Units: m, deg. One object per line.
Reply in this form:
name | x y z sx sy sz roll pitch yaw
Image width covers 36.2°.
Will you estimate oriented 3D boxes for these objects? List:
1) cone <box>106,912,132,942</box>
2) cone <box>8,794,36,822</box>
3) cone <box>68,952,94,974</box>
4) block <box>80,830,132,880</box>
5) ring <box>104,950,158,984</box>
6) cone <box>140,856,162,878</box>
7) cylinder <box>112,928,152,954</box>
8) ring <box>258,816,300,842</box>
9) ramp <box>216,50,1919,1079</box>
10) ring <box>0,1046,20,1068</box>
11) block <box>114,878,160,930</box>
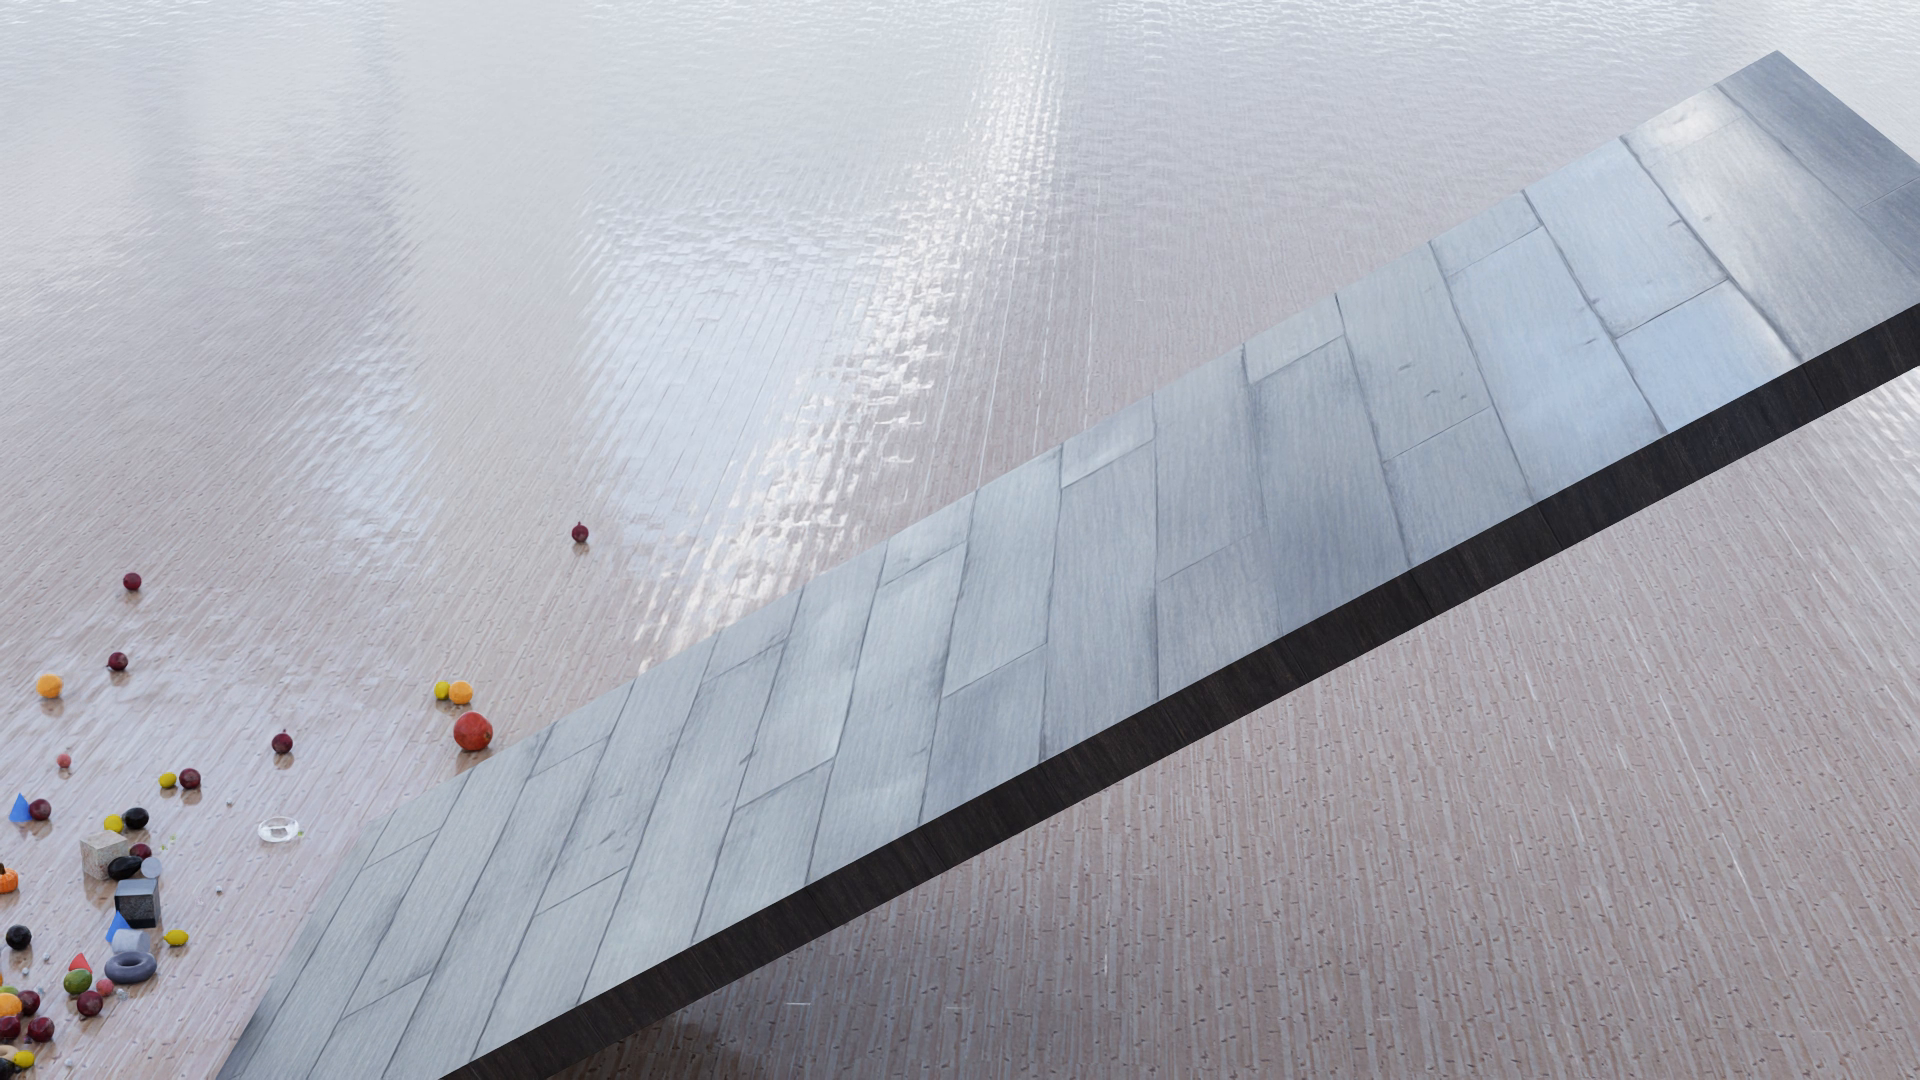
cone | -2.063 0.940 7.216 0.071 0.071 0.071 0 19 0
cone | -2.519 0.709 7.891 0.071 0.071 0.071 0 19 0
cone | -2.097 1.024 7.044 0.052 0.052 0.052 31 25 7
block | -2.200 0.810 7.570 0.088 0.088 0.088 17 26 41
ring | -1.982 1.020 7.029 0.124 0.041 0.124 0 20 0
cone | -2.075 0.844 7.571 0.054 0.054 0.054 -1 -8 -2
cylinder | -2.006 0.976 7.119 0.066 0.066 0.066 -6 15 24
ring | -1.803 0.765 7.783 0.109 0.036 0.109 0 20 0
ramp | 0.142 0.168 6.286 4.000 0.100 2.000 -29 15 12
ring | -2.161 1.165 6.625 0.084 0.028 0.084 -1 18 0
block | -2.039 0.902 7.294 0.092 0.092 0.092 -2 19 -6
